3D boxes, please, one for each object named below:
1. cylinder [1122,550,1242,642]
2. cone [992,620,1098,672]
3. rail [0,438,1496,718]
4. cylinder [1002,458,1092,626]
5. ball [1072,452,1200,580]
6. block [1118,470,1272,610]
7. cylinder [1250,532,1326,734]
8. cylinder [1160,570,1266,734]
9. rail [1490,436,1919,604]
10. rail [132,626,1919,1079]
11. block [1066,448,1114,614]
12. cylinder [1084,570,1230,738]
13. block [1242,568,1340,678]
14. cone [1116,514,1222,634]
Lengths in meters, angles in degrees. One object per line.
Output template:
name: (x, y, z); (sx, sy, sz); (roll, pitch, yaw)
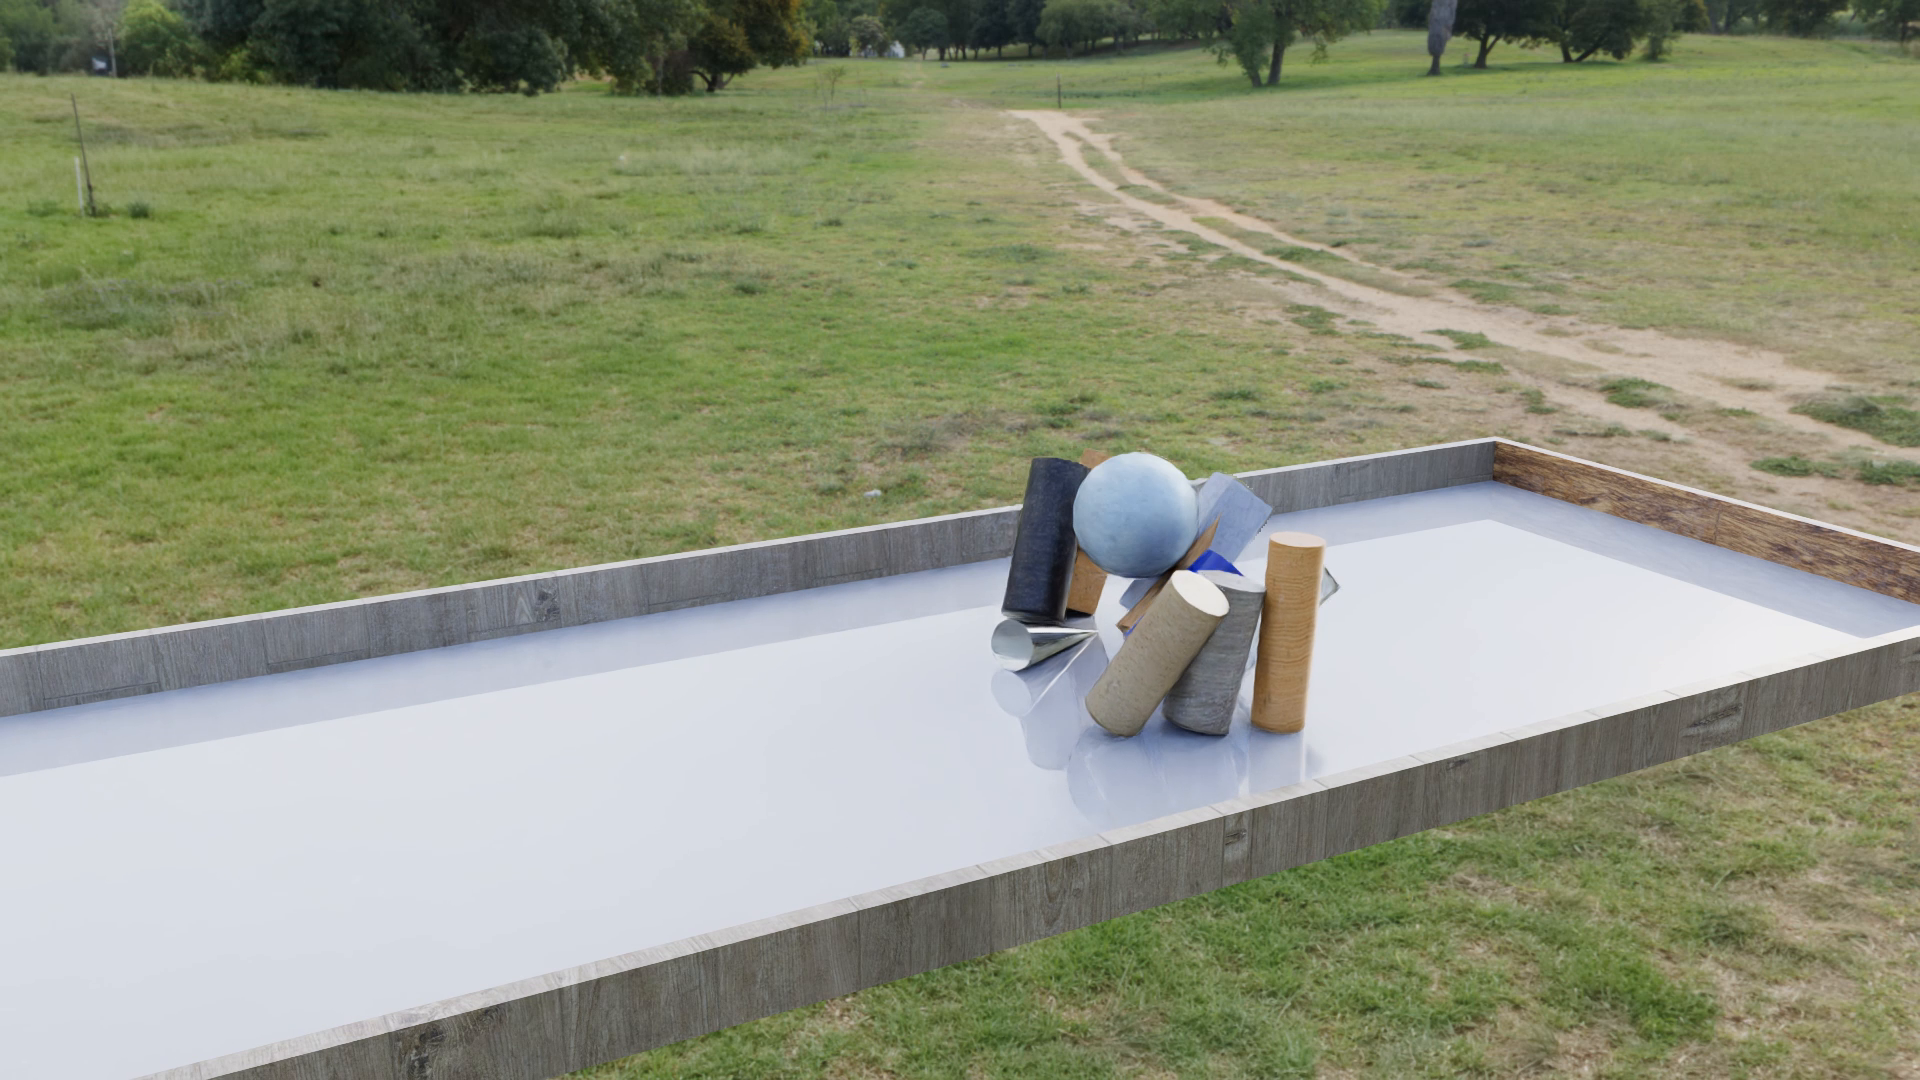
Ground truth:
cylinder: (0.569, 0.190, 4.091); (0.303, 0.170, 0.170); (-45, 27, -5)
cone: (0.257, 0.259, 4.356); (0.134, 0.134, 0.390); (13, 11, 38)
rail: (-3.305, 0.497, 3.399); (12.000, 0.150, 0.050); (-9, 18, -27)
cylinder: (0.238, 0.006, 4.515); (0.172, 0.433, 0.172); (11, -11, 2)
ball: (0.454, -0.062, 4.271); (0.327, 0.327, 0.327); (0, 16, 0)
block: (0.628, 0.043, 4.417); (0.142, 0.441, 0.142); (36, 1, -16)
cylinder: (0.758, 0.214, 3.819); (0.127, 0.449, 0.127); (3, 16, -1)
cylinder: (0.585, 0.258, 3.816); (0.162, 0.347, 0.162); (12, 13, -3)
rail: (2.466, -0.048, 5.253); (0.050, 0.150, 2.100); (-9, 18, -27)
rail: (-2.336, 1.006, 1.665); (12.000, 0.150, 0.050); (-9, 18, -27)
block: (0.364, -0.024, 4.632); (0.122, 0.439, 0.122); (15, 5, -35)
cylinder: (0.443, 0.260, 3.742); (0.147, 0.389, 0.147); (23, 31, -15)
block: (0.765, 0.193, 4.137); (0.371, 0.106, 0.106); (-42, 23, -2)
cone: (0.581, 0.096, 4.301); (0.164, 0.401, 0.164); (32, -10, 6)
